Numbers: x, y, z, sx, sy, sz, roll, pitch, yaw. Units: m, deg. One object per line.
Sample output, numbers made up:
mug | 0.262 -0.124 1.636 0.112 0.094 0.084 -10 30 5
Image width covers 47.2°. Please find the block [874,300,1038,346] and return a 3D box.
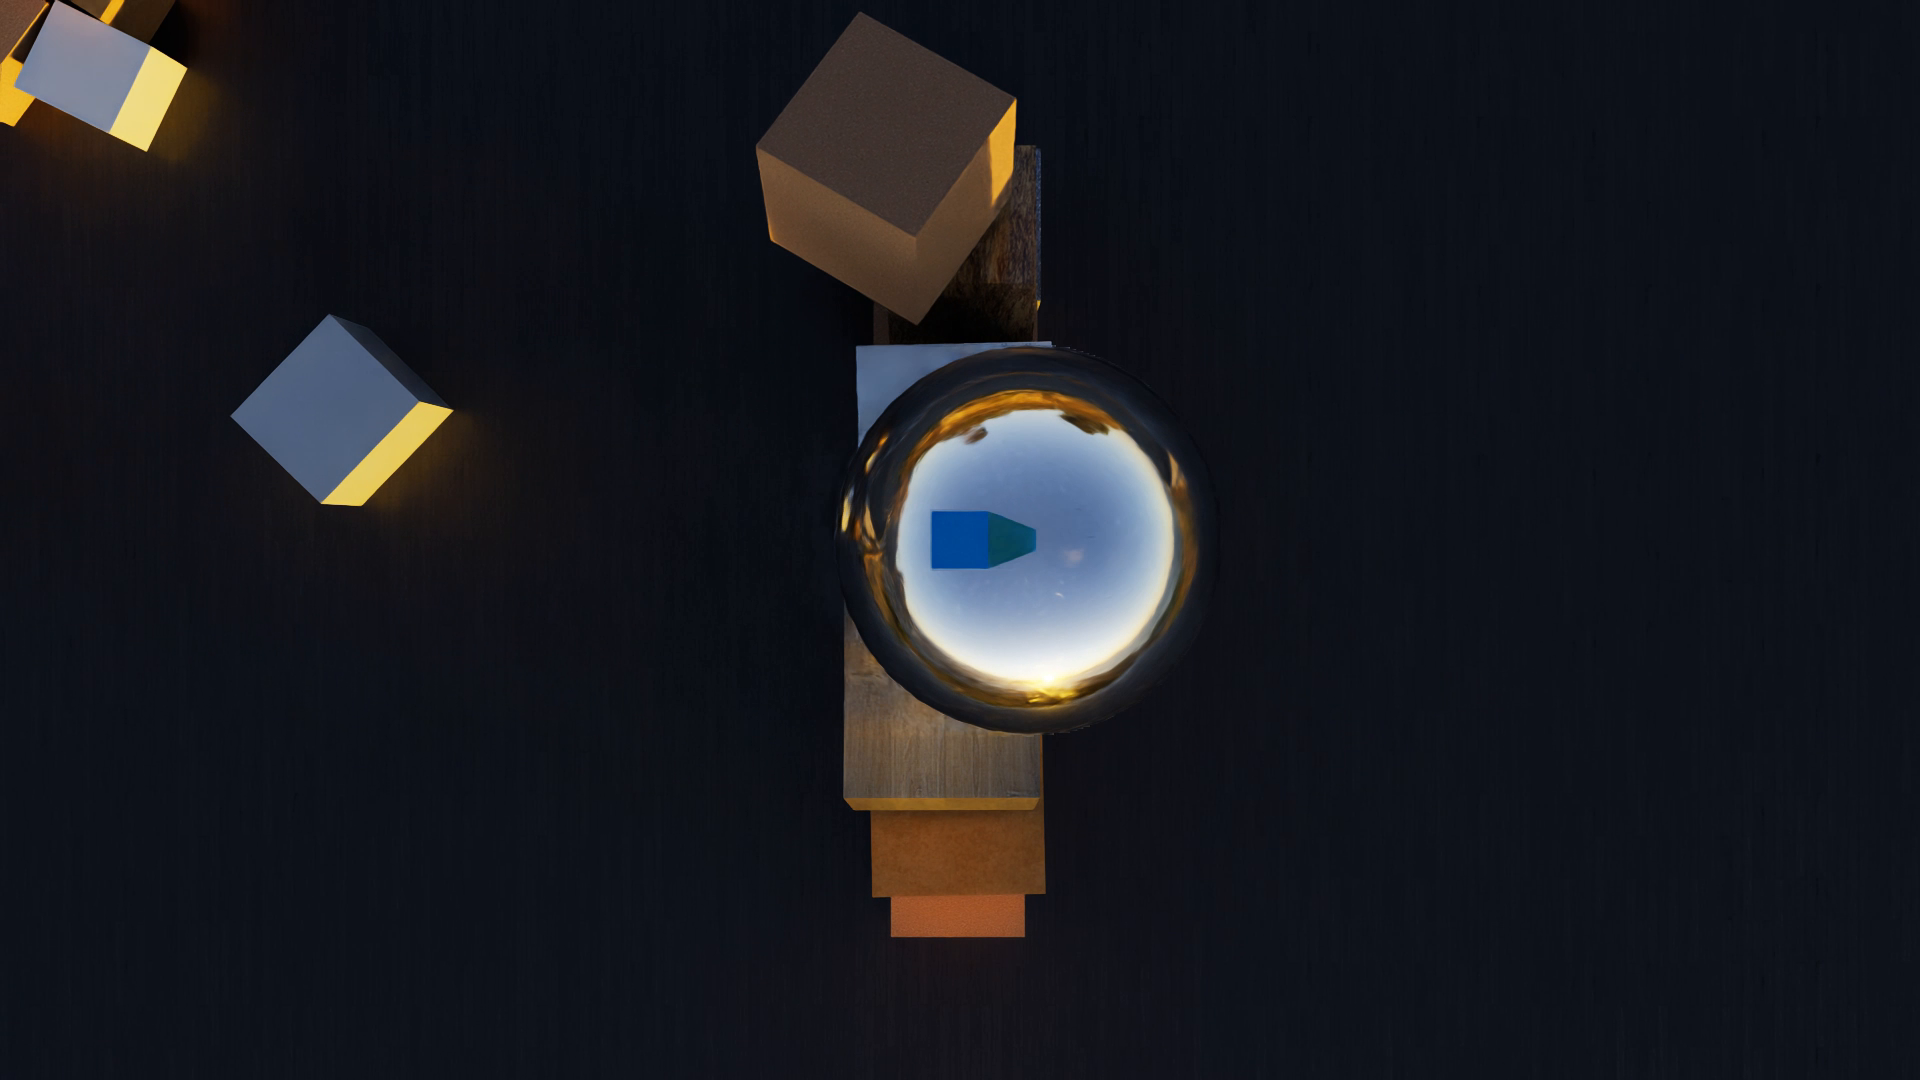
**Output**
block | -0.027 -0.839 12.561 0.902 0.877 0.961 0 90 0

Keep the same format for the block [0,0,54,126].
block | -5.627 -2.927 12.706 0.630 0.588 0.737 37 90 0

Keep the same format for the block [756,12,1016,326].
block | -0.353 -1.839 10.982 0.908 0.941 0.898 31 72 11

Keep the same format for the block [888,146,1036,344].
block | 0.008 -1.564 11.799 0.777 0.778 0.810 0 70 0

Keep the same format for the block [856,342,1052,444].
block | -0.020 -0.468 11.668 0.996 0.909 1.068 -1 90 0

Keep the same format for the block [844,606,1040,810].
block | -0.085 0.790 10.699 0.906 0.979 0.986 0 80 0

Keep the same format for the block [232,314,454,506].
block | -3.516 -0.727 12.588 0.698 0.825 0.787 44 90 0

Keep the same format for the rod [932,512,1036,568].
rod | 0.121 0.000 5.653 0.080 5.200 0.080 0 90 3

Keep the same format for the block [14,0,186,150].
block | -4.960 -2.676 12.713 0.605 0.573 0.549 26 90 0

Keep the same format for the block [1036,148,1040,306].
block | 0.018 -1.764 12.652 0.868 0.695 0.853 0 90 0

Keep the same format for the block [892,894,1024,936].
block | -0.011 1.784 12.558 0.737 0.885 0.807 0 90 0

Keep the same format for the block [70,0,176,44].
block | -4.929 -3.456 12.648 0.782 0.704 0.796 32 90 0

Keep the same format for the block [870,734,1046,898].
block | -0.014 1.378 11.636 0.879 0.958 0.878 -1 88 0

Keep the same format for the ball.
ball | 0.280 0.000 9.049 1.600 1.600 1.600 0 90 0
